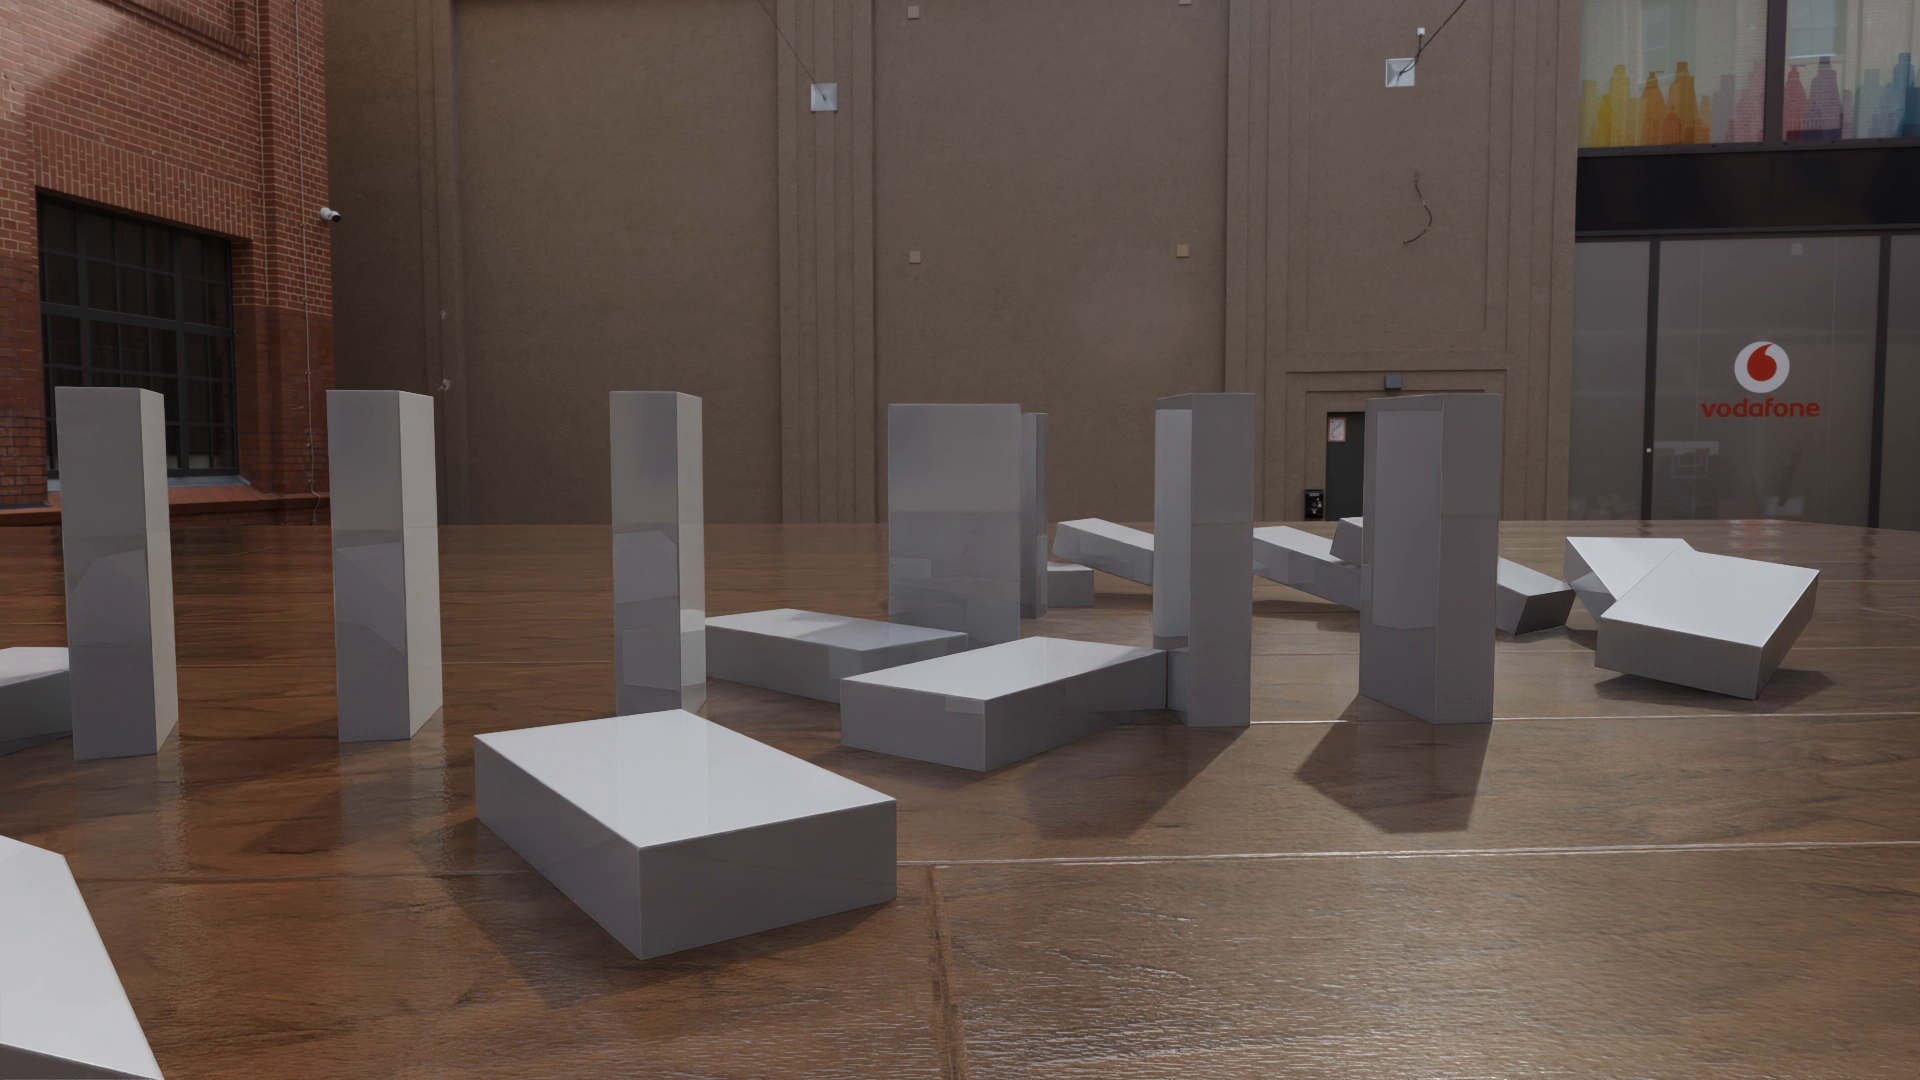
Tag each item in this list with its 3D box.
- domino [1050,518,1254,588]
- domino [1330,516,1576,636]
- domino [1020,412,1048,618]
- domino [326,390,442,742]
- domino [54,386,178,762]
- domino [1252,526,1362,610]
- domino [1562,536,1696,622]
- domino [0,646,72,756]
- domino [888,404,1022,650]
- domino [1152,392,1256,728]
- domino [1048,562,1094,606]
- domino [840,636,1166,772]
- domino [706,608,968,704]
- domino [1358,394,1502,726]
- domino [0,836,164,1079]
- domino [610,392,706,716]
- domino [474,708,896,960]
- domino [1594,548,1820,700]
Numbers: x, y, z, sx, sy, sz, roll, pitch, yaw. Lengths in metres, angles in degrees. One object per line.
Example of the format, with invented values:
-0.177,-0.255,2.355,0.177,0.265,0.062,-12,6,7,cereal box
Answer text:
0.053,0.006,0.356,0.050,0.009,0.025,18,13,29,domino
0.118,0.007,0.309,0.025,0.009,0.050,-3,23,-41,domino
0.009,-0.006,0.320,0.025,0.050,0.010,2,5,20,domino
-0.086,0.003,0.194,0.009,0.050,0.025,-1,4,-12,domino
-0.120,0.004,0.183,0.009,0.050,0.025,-2,5,-25,domino
0.097,0.008,0.334,0.025,0.009,0.050,-4,18,-41,domino
0.150,0.011,0.278,0.025,0.009,0.050,1,18,12,domino
-0.143,0.024,0.184,0.025,0.010,0.050,0,4,3,domino
-0.001,-0.001,0.247,0.025,0.050,0.010,0,4,-1,domino
0.038,0.002,0.204,0.009,0.050,0.025,0,4,-4,domino
0.009,0.012,0.345,0.050,0.009,0.025,-1,4,-8,domino
0.008,0.023,0.194,0.025,0.009,0.050,3,5,37,domino
-0.025,0.020,0.232,0.050,0.010,0.025,4,6,43,domino
0.075,0.002,0.206,0.009,0.050,0.025,-1,4,-9,domino
-0.069,0.026,0.080,0.025,0.009,0.050,37,-20,-36,domino
-0.046,0.003,0.198,0.009,0.050,0.025,0,4,-3,domino
-0.031,0.028,0.133,0.025,0.010,0.050,-3,5,-35,domino
0.139,0.014,0.237,0.025,0.009,0.050,12,22,40,domino
